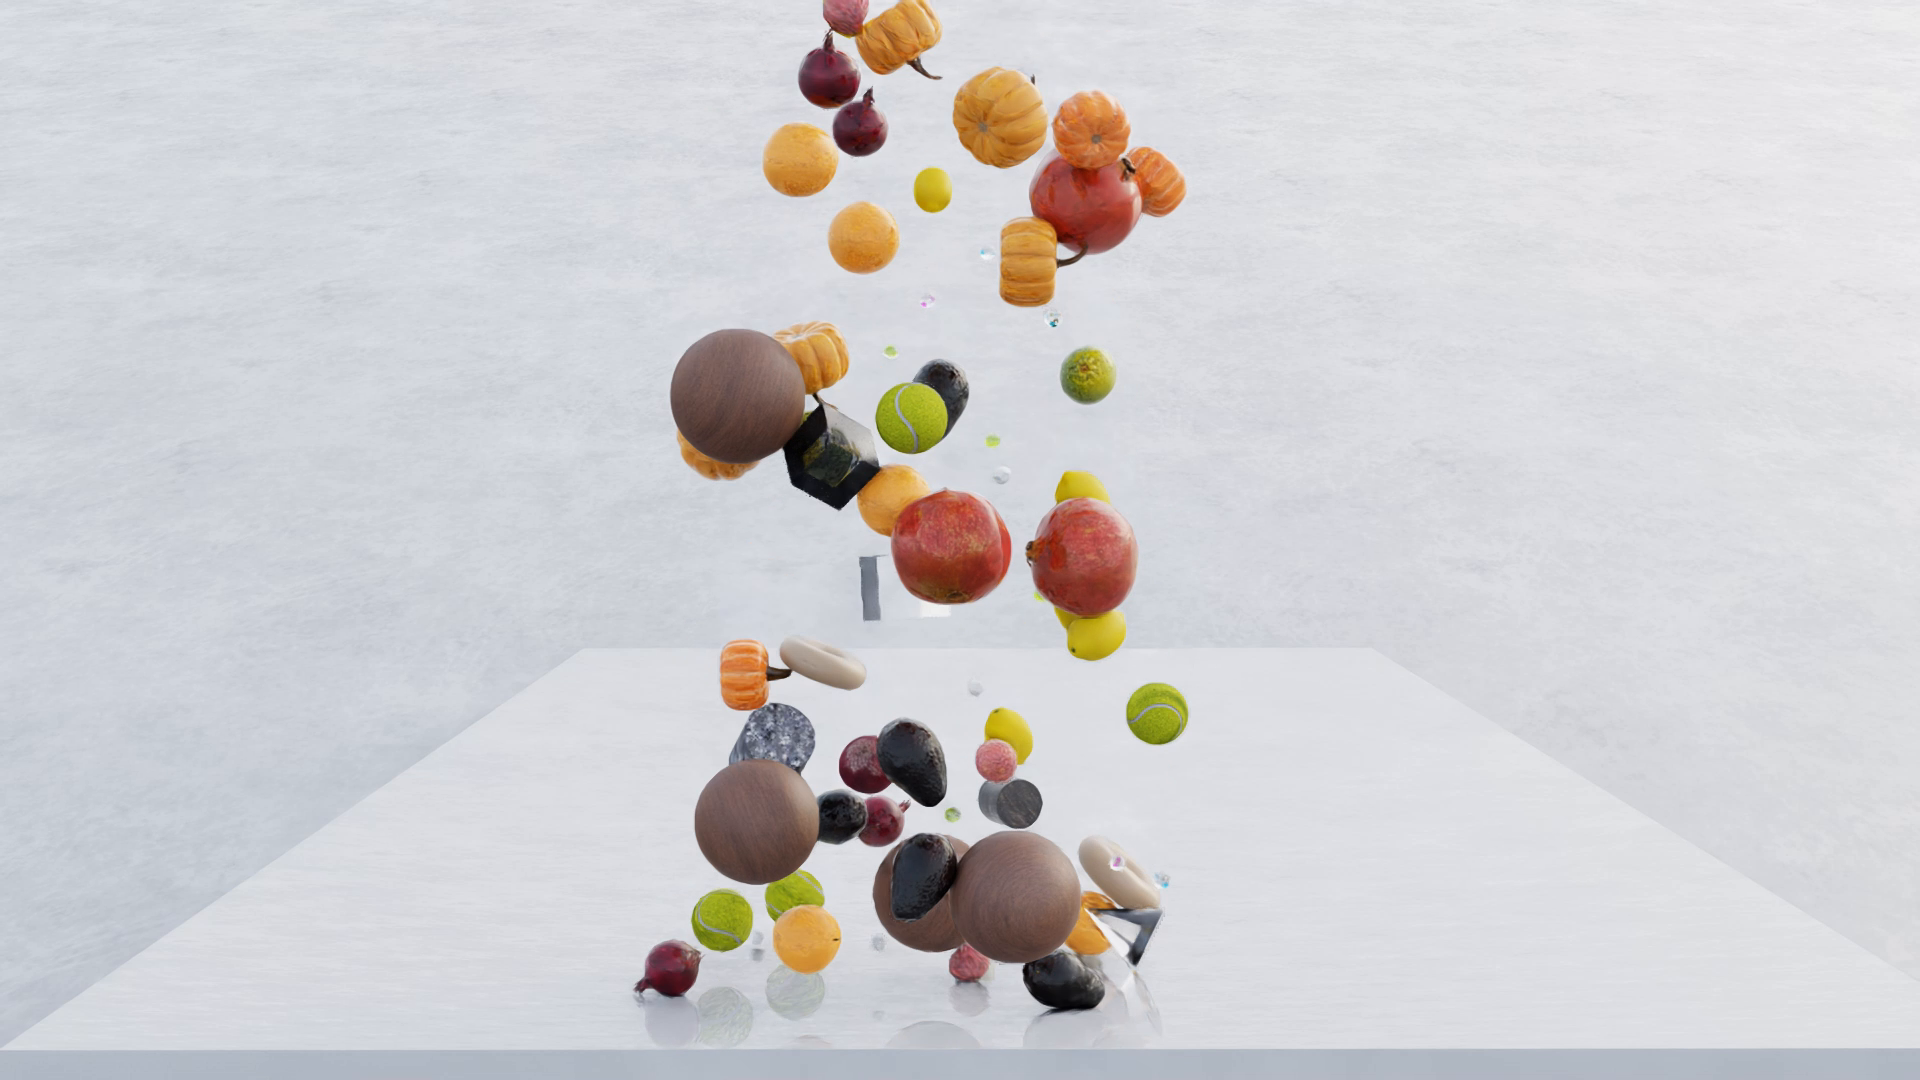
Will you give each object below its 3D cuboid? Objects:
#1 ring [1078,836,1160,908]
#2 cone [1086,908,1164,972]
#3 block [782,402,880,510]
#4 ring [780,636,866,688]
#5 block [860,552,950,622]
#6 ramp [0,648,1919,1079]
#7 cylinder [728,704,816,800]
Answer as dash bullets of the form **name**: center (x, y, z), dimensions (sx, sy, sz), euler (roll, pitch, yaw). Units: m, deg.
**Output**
- **ring**: center (0.182, 0.383, 2.934), dimensions (0.115, 0.038, 0.115), euler (41, 7, -6)
- **cone**: center (0.175, 0.429, 2.871), dimensions (0.080, 0.080, 0.080), euler (26, 25, 7)
- **block**: center (-0.124, -0.080, 2.474), dimensions (0.061, 0.061, 0.061), euler (29, 29, -33)
- **ring**: center (-0.147, 0.131, 2.745), dimensions (0.098, 0.033, 0.098), euler (22, 5, -2)
- **block**: center (-0.061, 0.052, 2.864), dimensions (0.072, 0.072, 0.072), euler (-4, -2, 26)
- **ramp**: center (0.048, 0.438, 4.532), dimensions (2.000, 0.100, 4.000), euler (0, 3, 0)
- **cylinder**: center (-0.203, 0.228, 2.765), dimensions (0.078, 0.078, 0.078), euler (9, 59, -14)
